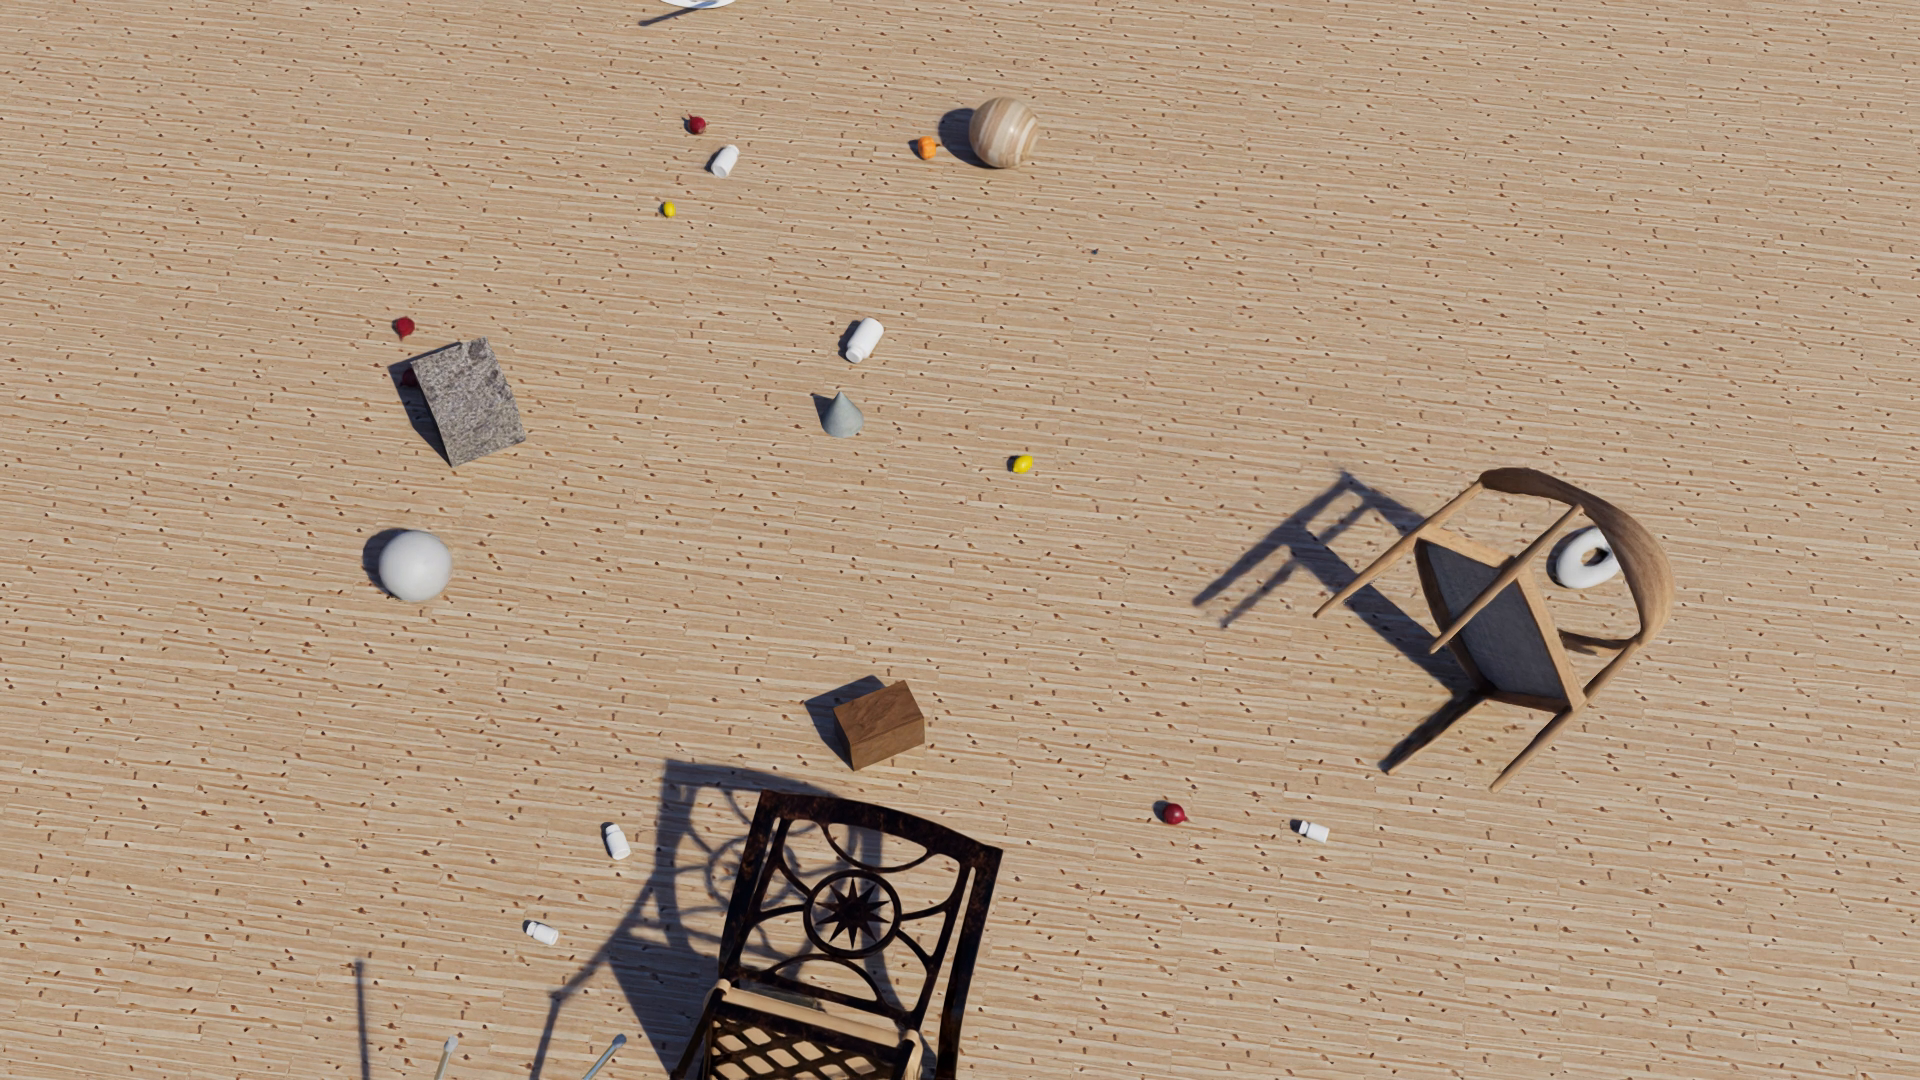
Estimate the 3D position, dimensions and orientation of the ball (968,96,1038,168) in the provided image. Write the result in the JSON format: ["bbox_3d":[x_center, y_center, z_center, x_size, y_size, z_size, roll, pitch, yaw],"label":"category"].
[{"bbox_3d":[0.144,-1.362,7.347,0.234,0.234,0.234,0,56,0],"label":"ball"}]

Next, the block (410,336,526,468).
[{"bbox_3d":[-1.503,-0.424,6.730,0.241,0.212,0.270,-22,59,-14],"label":"block"}]

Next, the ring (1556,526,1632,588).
[{"bbox_3d":[1.876,0.051,6.510,0.283,0.050,0.161,-34,62,-20],"label":"ring"}]

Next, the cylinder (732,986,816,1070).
[{"bbox_3d":[-0.477,1.256,5.658,0.180,0.122,0.186,10,61,6],"label":"cylinder"}]

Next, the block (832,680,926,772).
[{"bbox_3d":[-0.226,0.518,6.140,0.218,0.143,0.135,-21,59,-14],"label":"block"}]

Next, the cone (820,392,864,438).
[{"bbox_3d":[-0.365,-0.413,6.759,0.134,0.154,0.135,-3,56,-2],"label":"cone"}]

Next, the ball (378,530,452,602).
[{"bbox_3d":[-1.584,0.075,6.397,0.210,0.210,0.210,0,56,0],"label":"ball"}]
